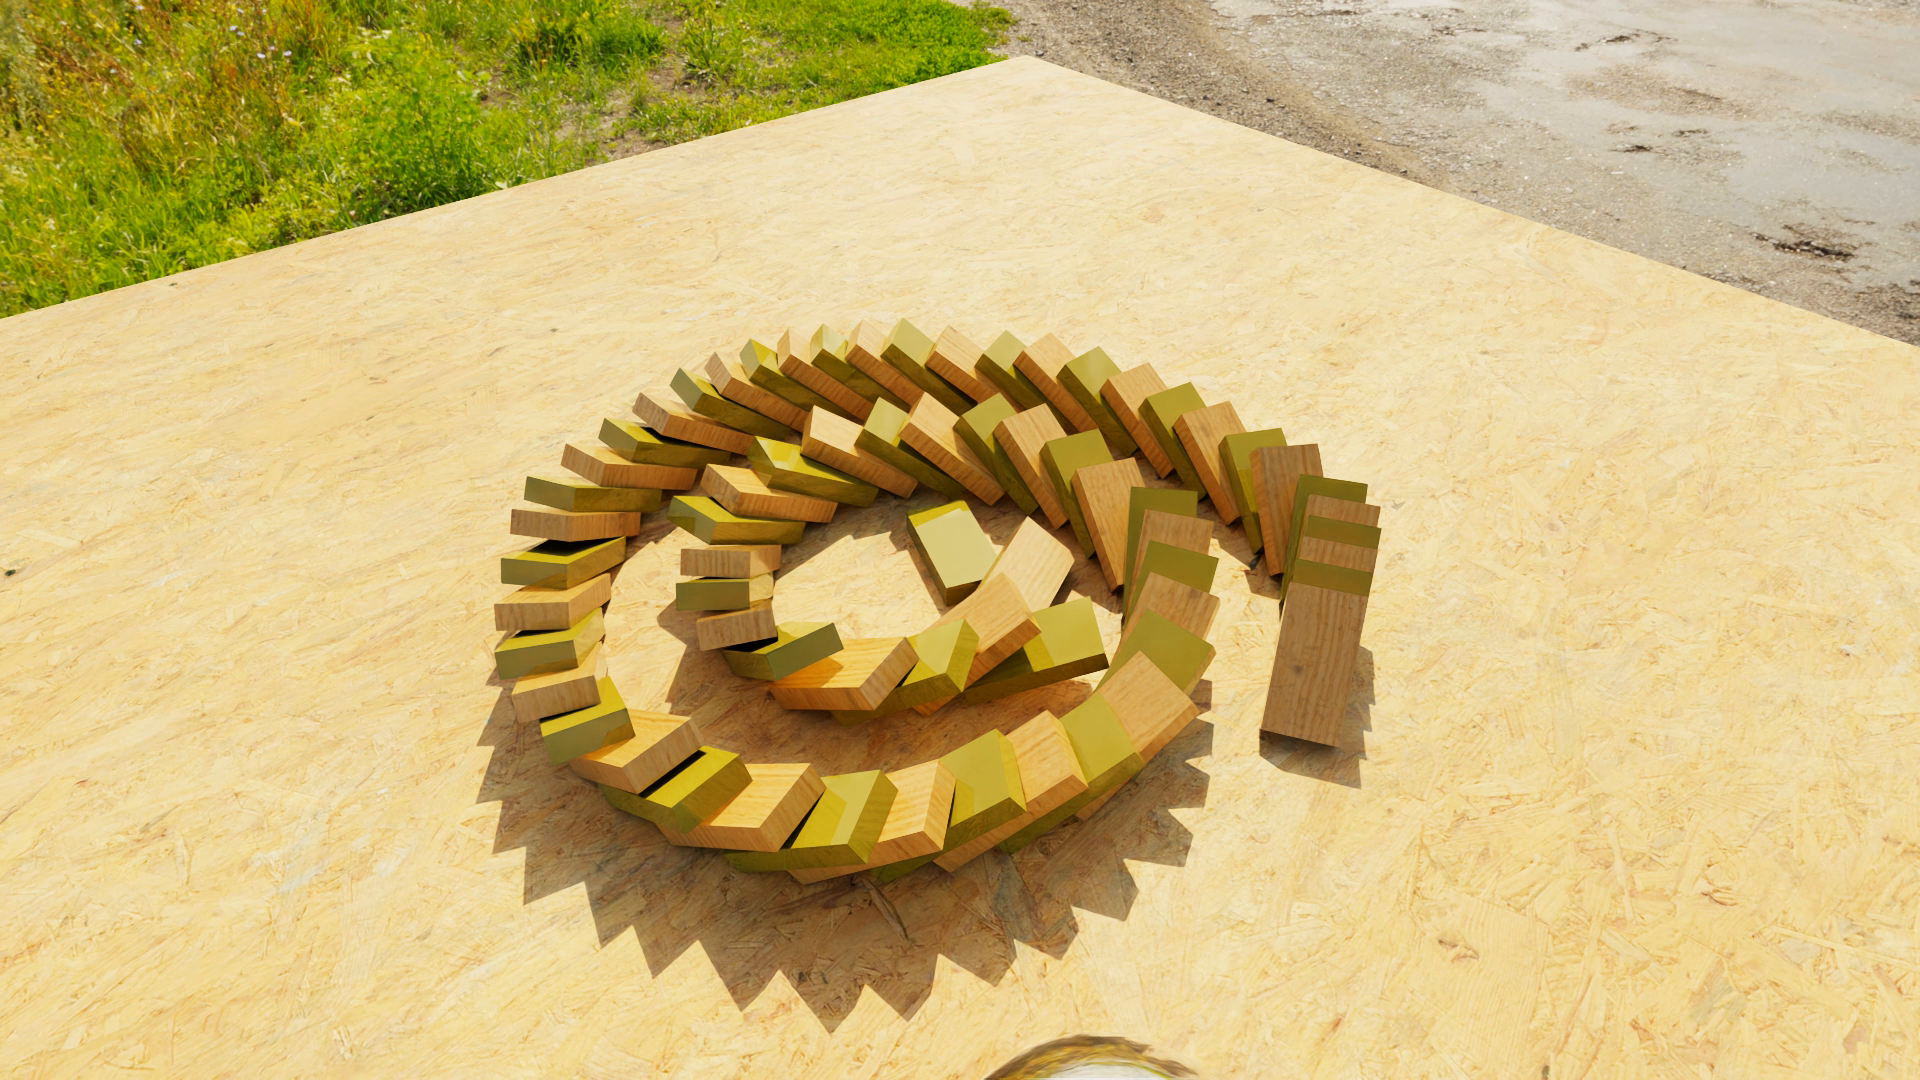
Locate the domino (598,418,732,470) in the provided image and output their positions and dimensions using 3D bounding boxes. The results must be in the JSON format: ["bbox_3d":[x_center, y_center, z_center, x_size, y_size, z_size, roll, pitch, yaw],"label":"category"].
[{"bbox_3d":[-0.126,-0.041,0.473,0.025,0.009,0.050,31,16,32],"label":"domino"}]

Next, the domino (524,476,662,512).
[{"bbox_3d":[-0.147,-0.018,0.444,0.025,0.009,0.050,13,7,23],"label":"domino"}]

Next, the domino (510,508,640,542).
[{"bbox_3d":[-0.149,-0.007,0.430,0.025,0.010,0.050,7,5,13],"label":"domino"}]

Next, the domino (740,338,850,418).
[{"bbox_3d":[-0.076,-0.072,0.507,0.050,0.009,0.025,26,23,-36],"label":"domino"}]

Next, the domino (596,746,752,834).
[{"bbox_3d":[-0.088,0.074,0.336,0.050,0.010,0.025,-1,28,48],"label":"domino"}]

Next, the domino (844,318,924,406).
[{"bbox_3d":[-0.030,-0.080,0.518,0.050,0.010,0.025,34,32,-22],"label":"domino"}]

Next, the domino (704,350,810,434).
[{"bbox_3d":[-0.090,-0.066,0.500,0.050,0.010,0.025,24,20,-43],"label":"domino"}]

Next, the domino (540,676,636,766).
[{"bbox_3d":[-0.121,0.057,0.354,0.025,0.010,0.050,-18,12,-21],"label":"domino"}]

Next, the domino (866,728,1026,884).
[{"bbox_3d":[-0.006,0.079,0.326,0.050,0.010,0.025,-31,38,16],"label":"domino"}]

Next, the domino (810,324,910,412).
[{"bbox_3d":[-0.047,-0.079,0.515,0.050,0.010,0.025,31,28,-26],"label":"domino"}]

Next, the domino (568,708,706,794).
[{"bbox_3d":[-0.102,0.065,0.344,0.025,0.010,0.050,-36,18,-35],"label":"domino"}]

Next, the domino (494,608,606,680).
[{"bbox_3d":[-0.141,0.035,0.381,0.025,0.010,0.050,-9,10,-7],"label":"domino"}]

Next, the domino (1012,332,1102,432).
[{"bbox_3d":[0.051,-0.072,0.511,0.050,0.010,0.025,46,47,5],"label":"domino"}]

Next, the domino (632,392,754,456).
[{"bbox_3d":[-0.115,-0.050,0.483,0.025,0.010,0.050,34,14,36],"label":"domino"}]

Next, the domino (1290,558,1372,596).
[{"bbox_3d":[0.123,0.033,0.376,0.025,0.050,0.010,11,-2,14],"label":"domino"}]

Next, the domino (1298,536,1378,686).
[{"bbox_3d":[0.128,0.026,0.385,0.025,0.050,0.009,12,-2,14],"label":"domino"}]

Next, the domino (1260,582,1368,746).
[{"bbox_3d":[0.118,0.041,0.367,0.025,0.050,0.009,11,-2,14],"label":"domino"}]

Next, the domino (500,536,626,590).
[{"bbox_3d":[-0.149,0.007,0.417,0.025,0.010,0.050,5,12,6],"label":"domino"}]

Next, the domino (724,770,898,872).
[{"bbox_3d":[-0.044,0.083,0.321,0.050,0.009,0.025,-15,34,35],"label":"domino"}]

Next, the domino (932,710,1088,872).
[{"bbox_3d":[0.012,0.075,0.331,0.050,0.009,0.025,-35,40,12],"label":"domino"}]

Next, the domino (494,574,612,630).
[{"bbox_3d":[-0.146,0.022,0.398,0.025,0.009,0.050,-1,9,-2],"label":"domino"}]

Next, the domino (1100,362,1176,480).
[{"bbox_3d":[0.087,-0.054,0.491,0.025,0.010,0.050,-25,74,-29],"label":"domino"}]

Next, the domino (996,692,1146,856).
[{"bbox_3d":[0.029,0.072,0.337,0.050,0.009,0.025,-35,43,6],"label":"domino"}]

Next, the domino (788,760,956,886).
[{"bbox_3d":[-0.026,0.083,0.322,0.050,0.009,0.025,-22,32,26],"label":"domino"}]

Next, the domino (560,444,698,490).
[{"bbox_3d":[-0.138,-0.030,0.460,0.025,0.009,0.050,24,13,29],"label":"domino"}]

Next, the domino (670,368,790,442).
[{"bbox_3d":[-0.102,-0.059,0.492,0.050,0.010,0.025,20,18,-48],"label":"domino"}]

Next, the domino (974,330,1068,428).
[{"bbox_3d":[0.034,-0.074,0.516,0.050,0.010,0.025,39,46,-1],"label":"domino"}]

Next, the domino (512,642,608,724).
[{"bbox_3d":[-0.133,0.047,0.367,0.025,0.010,0.050,-13,10,-14],"label":"domino"}]

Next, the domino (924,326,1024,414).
[{"bbox_3d":[0.009,-0.078,0.518,0.050,0.009,0.025,34,40,-11],"label":"domino"}]

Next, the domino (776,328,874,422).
[{"bbox_3d":[-0.061,-0.077,0.513,0.050,0.009,0.025,30,27,-30],"label":"domino"}]

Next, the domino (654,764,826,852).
[{"bbox_3d":[-0.066,0.079,0.327,0.050,0.010,0.025,-10,28,40],"label":"domino"}]

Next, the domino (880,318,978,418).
[{"bbox_3d":[-0.013,-0.080,0.518,0.050,0.009,0.025,37,37,-18],"label":"domino"}]

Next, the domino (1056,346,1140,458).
[{"bbox_3d":[0.070,-0.063,0.502,0.025,0.009,0.050,-32,78,-36],"label":"domino"}]
